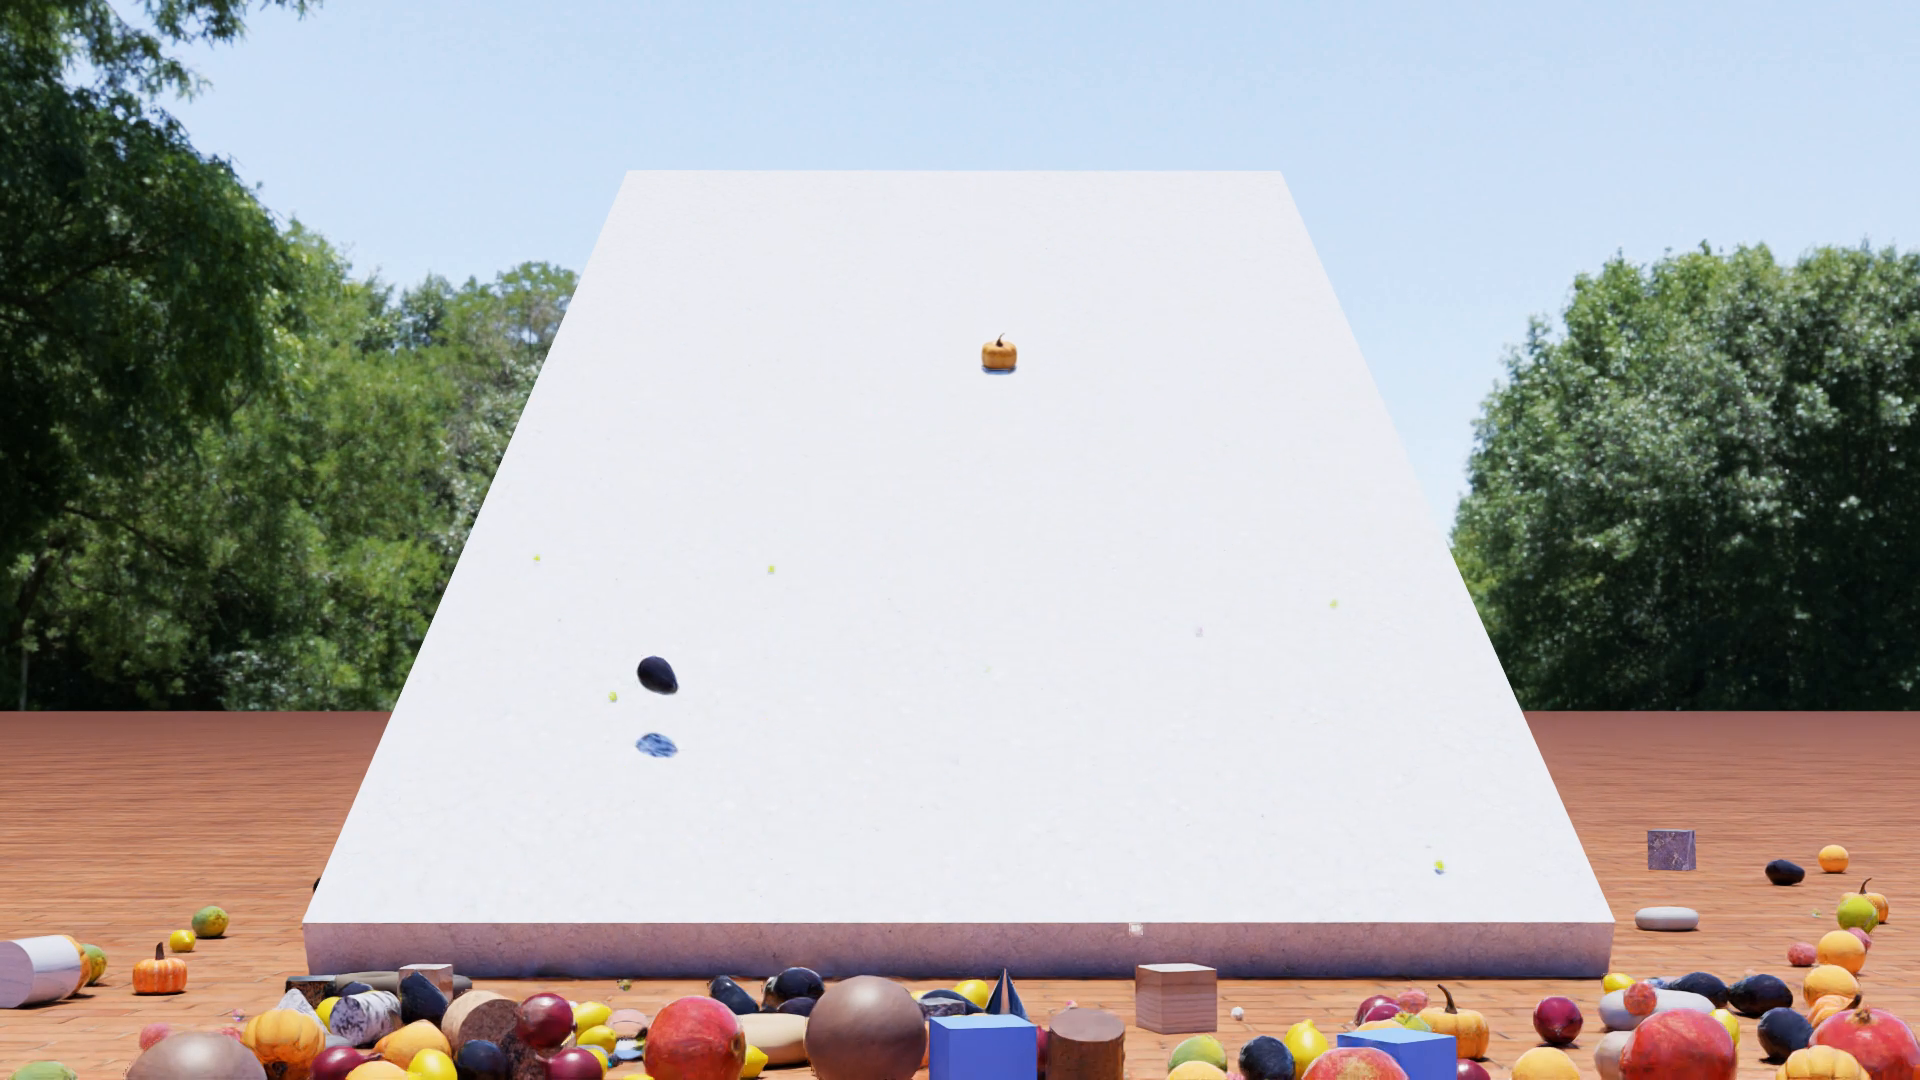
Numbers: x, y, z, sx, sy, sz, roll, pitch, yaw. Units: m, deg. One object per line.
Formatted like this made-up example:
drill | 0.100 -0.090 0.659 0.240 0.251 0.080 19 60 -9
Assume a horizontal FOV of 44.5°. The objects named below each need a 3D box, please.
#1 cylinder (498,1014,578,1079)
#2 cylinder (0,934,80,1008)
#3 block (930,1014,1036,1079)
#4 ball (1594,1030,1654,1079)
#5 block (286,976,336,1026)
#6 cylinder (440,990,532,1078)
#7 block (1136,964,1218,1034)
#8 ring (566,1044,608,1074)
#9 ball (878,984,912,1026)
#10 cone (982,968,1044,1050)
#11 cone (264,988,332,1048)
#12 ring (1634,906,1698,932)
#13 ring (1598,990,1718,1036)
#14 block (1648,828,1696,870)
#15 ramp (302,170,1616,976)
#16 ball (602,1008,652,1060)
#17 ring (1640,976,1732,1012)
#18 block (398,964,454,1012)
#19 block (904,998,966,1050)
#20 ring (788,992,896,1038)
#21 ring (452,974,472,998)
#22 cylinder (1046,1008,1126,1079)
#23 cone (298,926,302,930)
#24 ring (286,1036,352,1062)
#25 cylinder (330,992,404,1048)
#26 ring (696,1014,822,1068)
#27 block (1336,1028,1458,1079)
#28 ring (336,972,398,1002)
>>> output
cylinder | -0.464 0.563 2.580 0.073 0.073 0.073 0 -4 2
cylinder | -1.299 0.603 3.281 0.092 0.092 0.092 -1 -4 20
block | 0.023 0.543 2.419 0.091 0.091 0.091 1 -4 -13
ball | 0.724 0.567 2.562 0.062 0.062 0.062 0 -4 0
block | -0.851 0.605 3.077 0.060 0.060 0.060 1 -4 -11
cylinder | -0.537 0.562 2.669 0.089 0.089 0.089 2 -4 -24
block | 0.279 0.592 3.033 0.079 0.079 0.079 2 -4 -21
ring | -0.441 0.594 2.686 0.078 0.026 0.078 -1 -4 0
ball | -0.087 0.608 3.064 0.052 0.052 0.052 0 -4 0
cone | 0.055 0.573 2.878 0.096 0.096 0.096 0 -4 0
cone | -0.800 0.604 2.889 0.078 0.078 0.078 33 -20 -27
ring | 1.318 0.707 4.376 0.115 0.038 0.115 -1 -4 0
ring | 0.895 0.606 3.012 0.146 0.049 0.146 1 -5 0
block | 1.816 0.790 5.986 0.098 0.098 0.098 -2 -5 29
ramp | -0.009 -0.229 5.401 2.000 0.100 4.000 0 25 0
ball | -0.394 0.584 2.776 0.058 0.058 0.058 0 -4 0
ring | 0.997 0.625 3.226 0.123 0.041 0.123 1 -5 0
block | -0.737 0.617 3.237 0.057 0.057 0.057 0 -4 7
block | -0.031 0.594 2.884 0.054 0.054 0.054 3 -5 -34
ring | -0.151 0.606 2.995 0.139 0.046 0.139 -1 -4 0
ring | -0.743 0.641 3.365 0.087 0.029 0.087 1 -4 0
cylinder | 0.119 0.497 2.244 0.073 0.073 0.073 2 14 -1
cone | -1.191 0.705 4.369 0.091 0.091 0.091 -27 -1 -6
ring | -0.757 0.601 2.772 0.075 0.025 0.075 0 -5 0
cylinder | -0.731 0.590 2.890 0.062 0.062 0.062 -2 -5 31
ring | -0.236 0.588 2.758 0.149 0.050 0.149 -1 -5 0
block | 0.441 0.543 2.370 0.084 0.084 0.084 3 -5 -37
ring | -0.827 0.630 3.288 0.121 0.040 0.121 -1 -4 0
